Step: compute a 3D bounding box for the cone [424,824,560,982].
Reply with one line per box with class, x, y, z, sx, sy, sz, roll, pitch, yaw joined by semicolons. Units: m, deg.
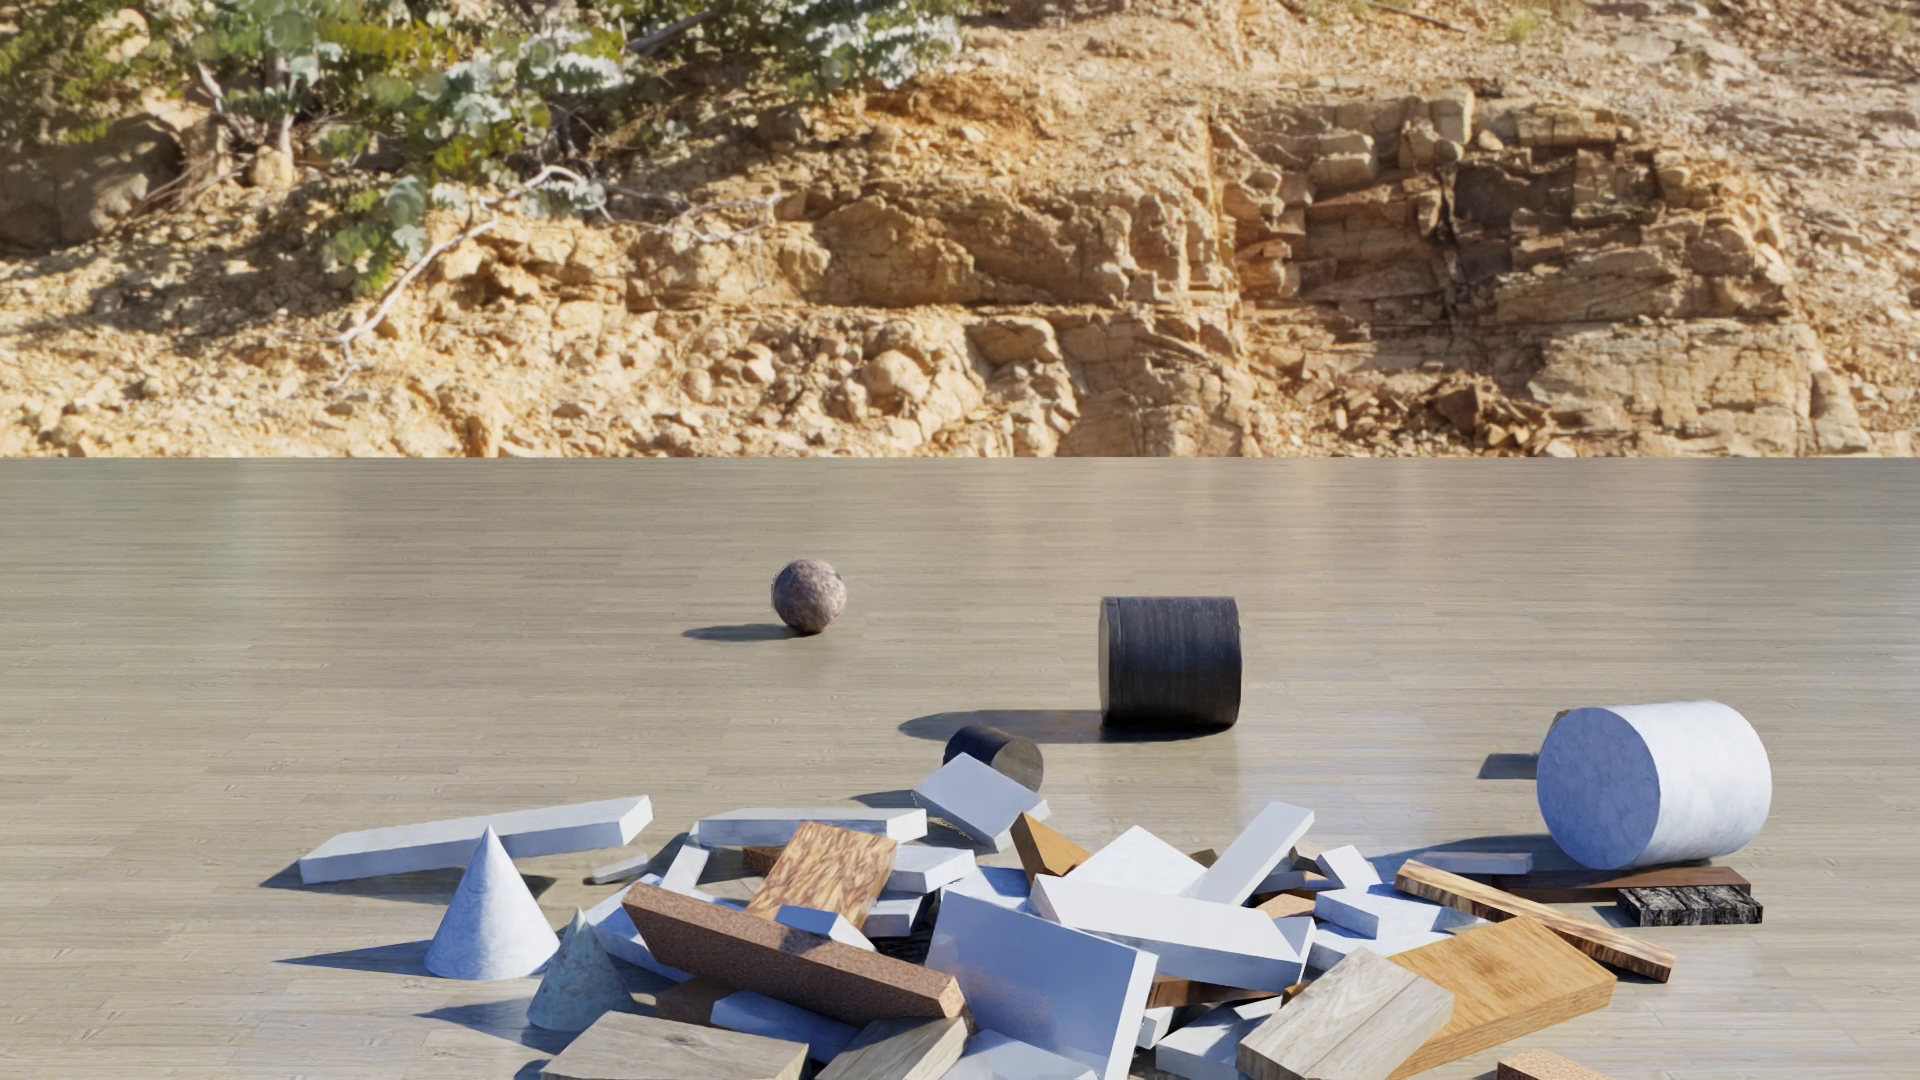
cone;-0.719;0.537;3.376;0.212;0.212;0.212;0;11;0

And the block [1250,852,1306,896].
block;0.470;0.556;3.637;0.202;0.029;0.101;-11;11;12

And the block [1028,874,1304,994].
block;0.284;0.551;3.079;0.351;0.050;0.175;11;12;-13

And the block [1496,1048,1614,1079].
block;0.844;0.729;2.855;0.081;0.023;0.306;-7;13;-35

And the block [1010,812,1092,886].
block;0.167;0.540;3.609;0.140;0.040;0.281;33;6;-11

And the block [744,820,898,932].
block;-0.213;0.537;3.380;0.158;0.045;0.316;10;21;10

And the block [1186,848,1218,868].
block;0.332;0.561;3.624;0.201;0.028;0.100;-14;11;-2

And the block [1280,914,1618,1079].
block;0.694;0.647;3.109;0.501;0.050;0.175;-7;28;-35

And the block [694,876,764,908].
block;-0.339;0.599;3.526;0.119;0.034;0.238;-5;12;-24

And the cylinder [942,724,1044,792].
cylinder;0.063;0.429;4.164;0.136;0.136;0.136;-8;13;-37

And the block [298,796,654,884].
block;-0.818;0.507;3.720;0.575;0.043;0.152;-8;8;12

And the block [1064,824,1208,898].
block;0.264;0.548;3.465;0.140;0.040;0.281;30;28;23

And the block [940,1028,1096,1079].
block;0.046;0.682;2.737;0.141;0.040;0.282;-23;9;-25

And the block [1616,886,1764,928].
block;1.183;0.594;3.569;0.202;0.029;0.101;-1;11;-5

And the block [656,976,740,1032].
block;-0.281;0.654;3.206;0.152;0.043;0.304;8;13;36

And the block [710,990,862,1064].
block;-0.203;0.670;2.981;0.252;0.029;0.102;15;4;19

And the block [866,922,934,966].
block;-0.062;0.634;3.355;0.100;0.028;0.201;-4;11;-21

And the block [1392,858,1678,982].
block;0.884;0.584;3.391;0.425;0.023;0.082;17;16;21

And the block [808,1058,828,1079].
block;-0.175;0.726;2.860;0.102;0.029;0.203;-9;14;-41

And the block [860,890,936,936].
block;-0.120;0.584;3.494;0.124;0.035;0.248;-2;3;8

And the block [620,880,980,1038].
block;-0.226;0.593;3.041;0.562;0.141;0.040;9;47;34

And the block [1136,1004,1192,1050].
block;0.263;0.623;3.142;0.151;0.043;0.365;18;13;20

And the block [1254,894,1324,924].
block;0.497;0.593;3.433;0.082;0.023;0.164;8;13;38

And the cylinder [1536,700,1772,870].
cylinder;1.191;0.418;3.784;0.274;0.274;0.274;-1;9;-31

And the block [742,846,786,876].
block;-0.242;0.555;3.759;0.247;0.035;0.124;10;14;42

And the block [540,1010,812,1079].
block;-0.371;0.696;2.874;0.316;0.045;0.158;3;20;27

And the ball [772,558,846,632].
ball;-0.382;0.140;5.576;0.188;0.188;0.188;0;11;0

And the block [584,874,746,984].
block;-0.437;0.602;3.389;0.304;0.043;0.152;10;28;43

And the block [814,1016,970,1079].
block;-0.116;0.689;2.764;0.141;0.040;0.282;-10;14;32

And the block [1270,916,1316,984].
block;0.467;0.619;3.243;0.082;0.023;0.164;-8;28;27

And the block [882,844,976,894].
block;-0.104;0.532;3.581;0.238;0.034;0.119;-3;9;42

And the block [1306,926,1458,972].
block;0.639;0.619;3.334;0.258;0.036;0.129;0;8;-38

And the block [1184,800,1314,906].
block;0.462;0.523;3.557;0.079;0.022;0.315;10;33;37

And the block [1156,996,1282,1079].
block;0.396;0.688;3.042;0.129;0.036;0.257;8;13;37

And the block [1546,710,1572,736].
block;1.207;0.406;4.403;0.025;0.090;0.179;-9;6;24

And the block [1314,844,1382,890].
block;0.645;0.561;3.537;0.075;0.021;0.150;-8;49;-37

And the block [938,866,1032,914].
block;0.055;0.586;3.458;0.175;0.050;0.351;5;7;0

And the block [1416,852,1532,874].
block;0.874;0.547;3.731;0.179;0.025;0.090;-2;-3;23

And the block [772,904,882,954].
block;-0.147;0.594;3.071;0.119;0.238;0.034;-1;50;45

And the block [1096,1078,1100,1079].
block;0.136;0.686;3.020;0.168;0.048;0.337;1;11;8

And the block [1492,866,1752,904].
block;1.102;0.576;3.673;0.409;0.025;0.090;-1;11;-4

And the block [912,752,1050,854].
block;0.037;0.473;3.983;0.124;0.035;0.247;-35;34;-24

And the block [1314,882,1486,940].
block;0.690;0.574;3.435;0.257;0.036;0.129;0;9;-38

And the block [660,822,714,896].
block;-0.447;0.533;3.642;0.047;0.013;0.696;8;2;-2

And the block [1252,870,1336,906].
block;0.589;0.579;3.653;0.202;0.029;0.101;0;11;-2

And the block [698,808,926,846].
block;-0.252;0.491;3.762;0.356;0.045;0.158;-3;-1;23

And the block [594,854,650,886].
block;-0.575;0.560;3.734;0.094;0.013;0.047;-16;13;-8

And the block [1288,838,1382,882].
block;0.613;0.533;3.609;0.150;0.021;0.075;19;16;-9

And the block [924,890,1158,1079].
block;0.096;0.590;2.929;0.337;0.168;0.048;10;-8;42

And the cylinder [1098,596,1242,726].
cylinder;0.445;0.259;4.698;0.275;0.275;0.275;0;11;-1

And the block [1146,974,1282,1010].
block;0.326;0.602;3.110;0.281;0.040;0.140;4;16;-39

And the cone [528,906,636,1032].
cone;-0.547;0.603;3.169;0.157;0.157;0.157;0;11;0

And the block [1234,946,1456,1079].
block;0.513;0.649;2.912;0.151;0.043;0.301;24;31;34
